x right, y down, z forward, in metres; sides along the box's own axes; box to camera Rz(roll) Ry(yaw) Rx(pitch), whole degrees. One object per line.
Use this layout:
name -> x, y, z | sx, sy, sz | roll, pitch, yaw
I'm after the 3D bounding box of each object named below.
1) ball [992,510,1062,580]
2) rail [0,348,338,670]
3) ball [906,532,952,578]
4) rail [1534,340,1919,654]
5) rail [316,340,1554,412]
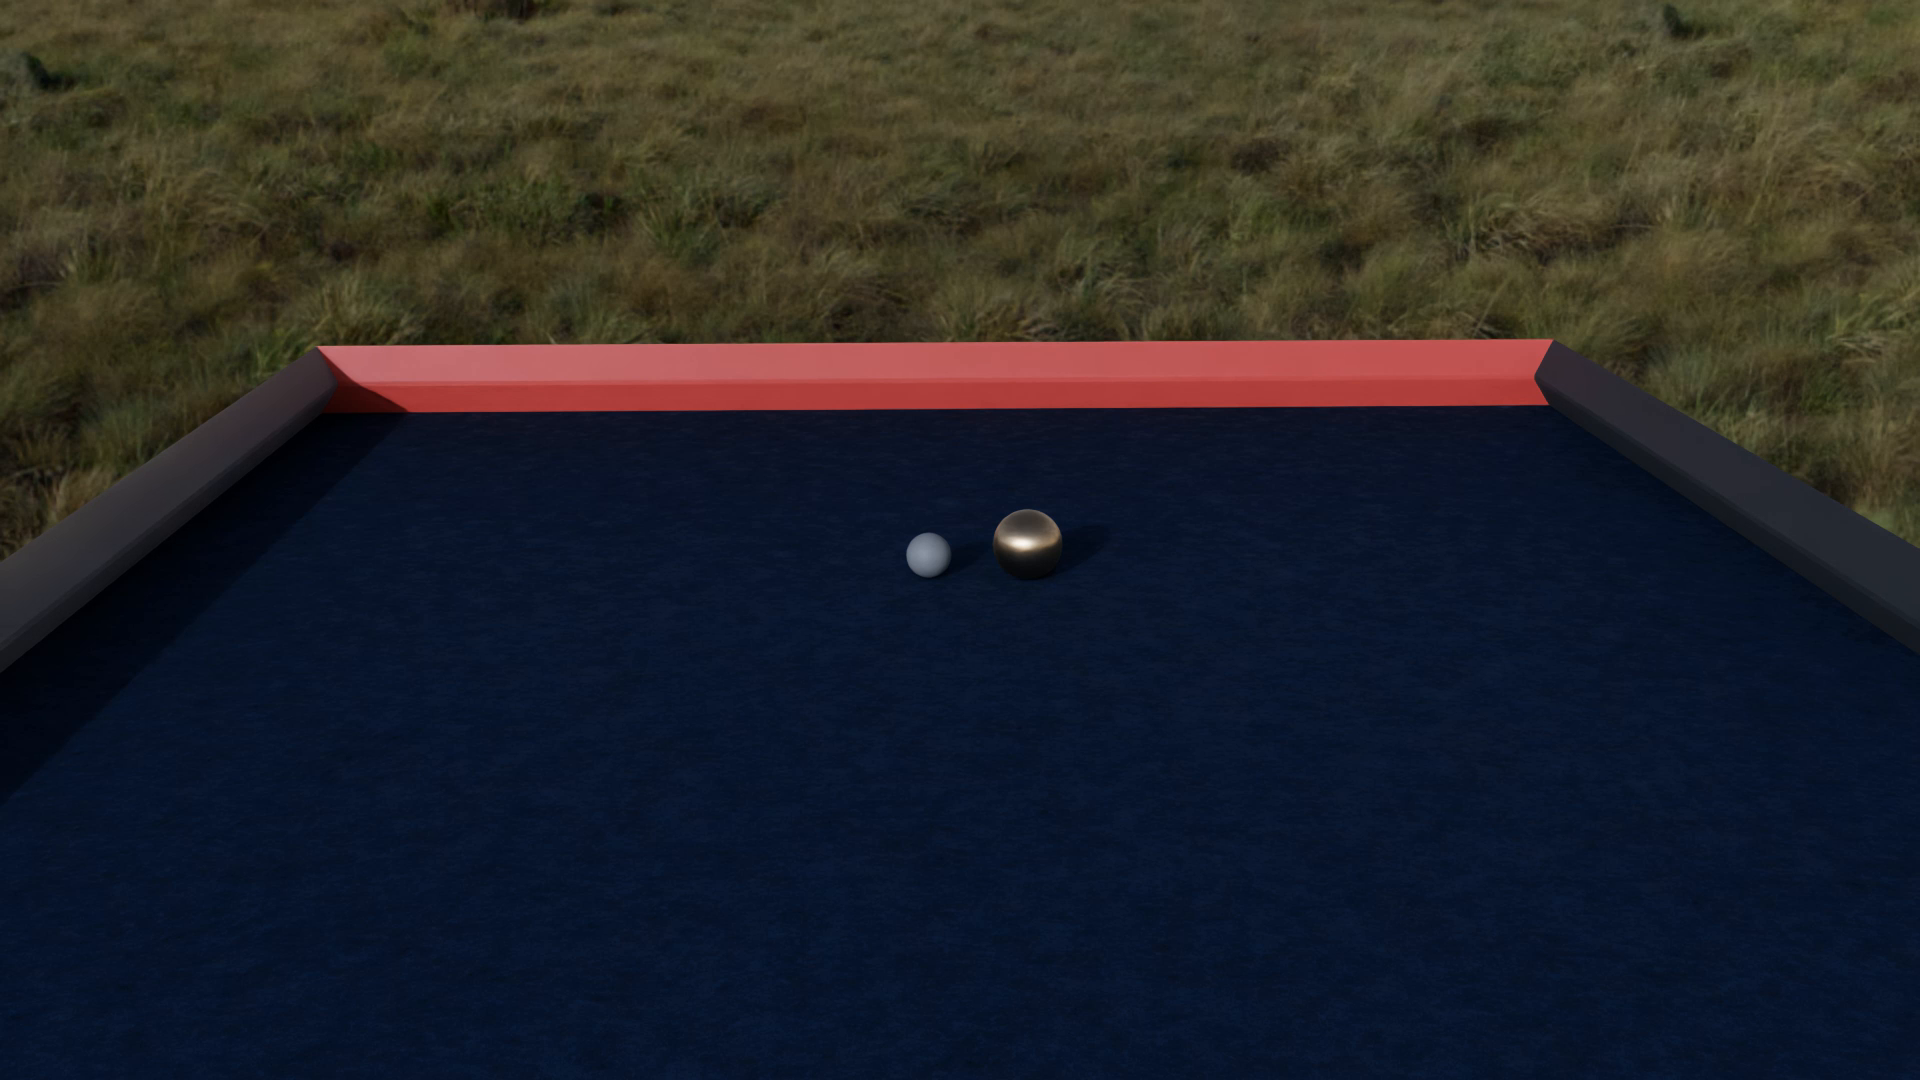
ball -> 0.089, 0.006, 2.891 | 0.092, 0.092, 0.092 | 0, 15, 0
rail -> -1.056, 0.262, 1.866 | 0.045, 0.120, 4.292 | 0, 15, -2
ball -> -0.041, 0.020, 2.899 | 0.060, 0.060, 0.060 | 0, 15, 0
rail -> 1.126, 0.244, 1.935 | 0.045, 0.120, 4.292 | 0, 15, -2
rail -> -0.034, -0.291, 3.951 | 2.230, 0.120, 0.045 | 0, 15, -2
